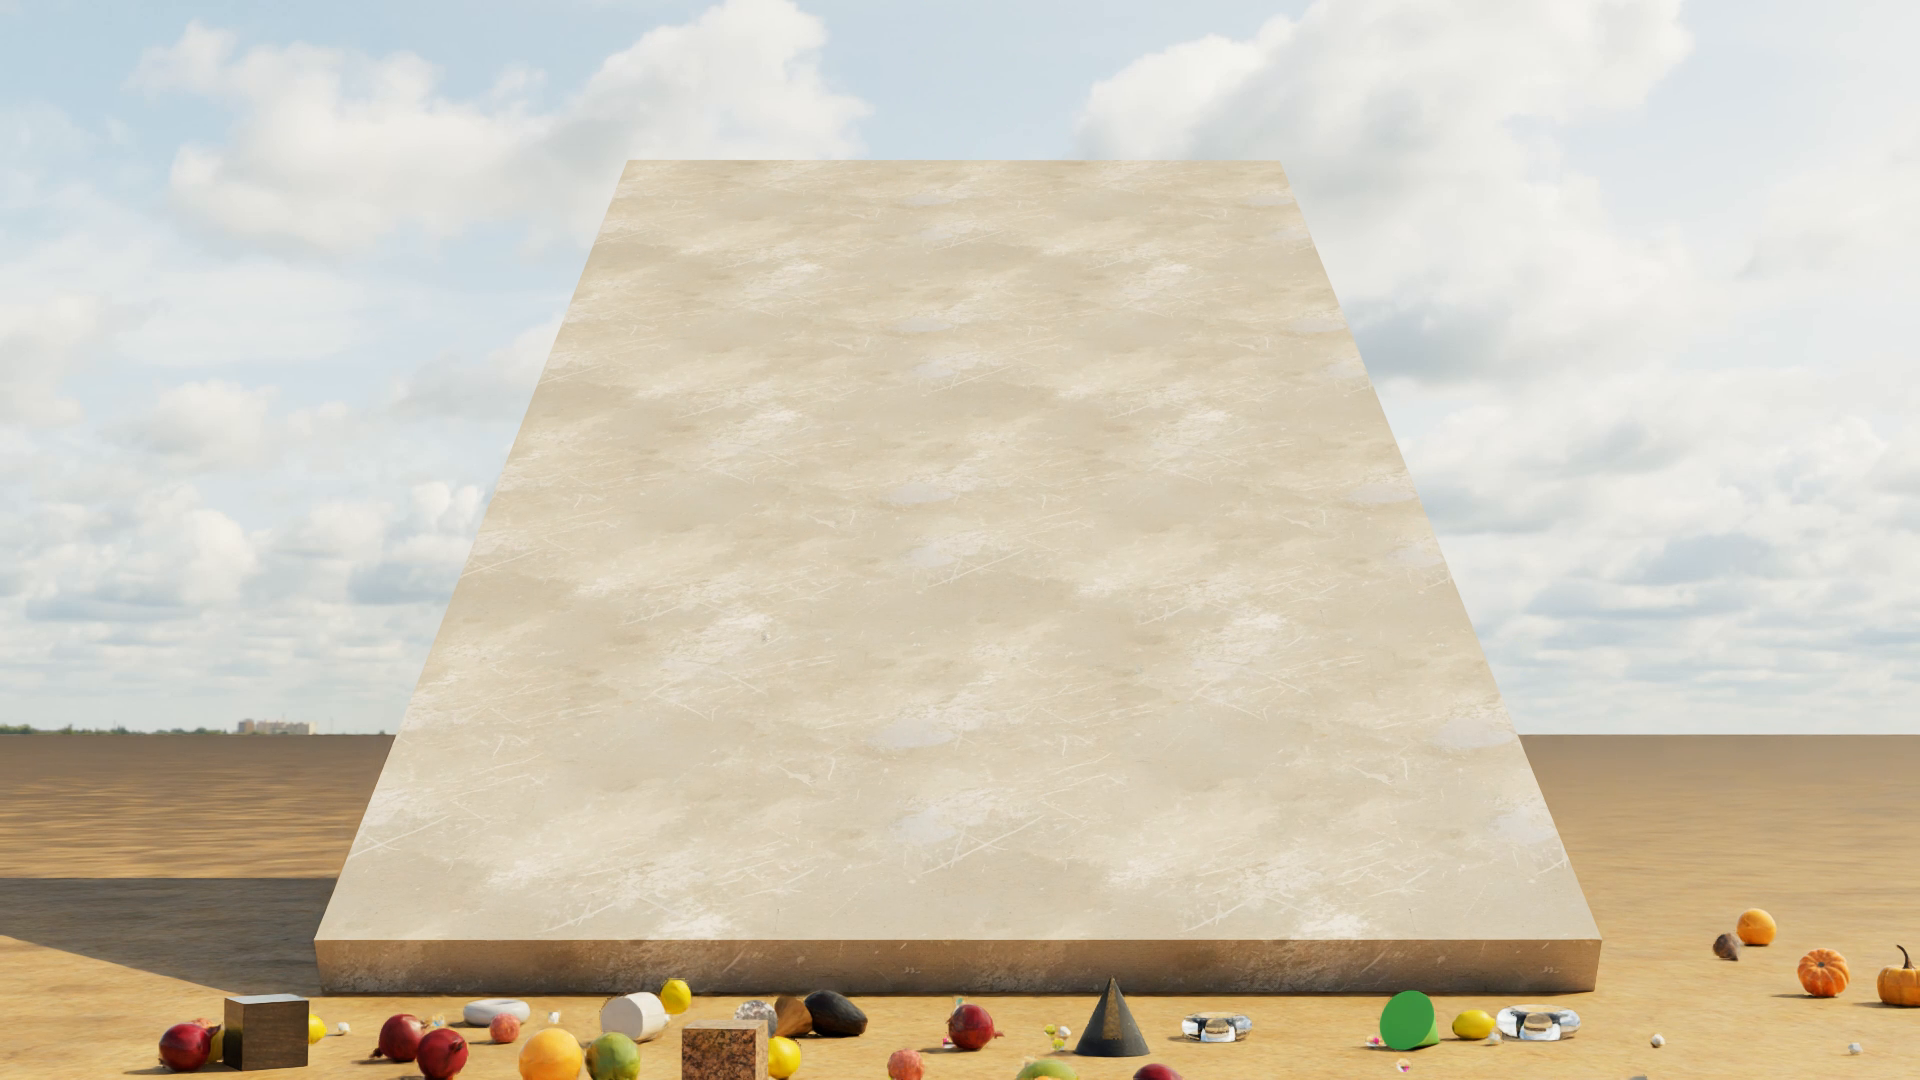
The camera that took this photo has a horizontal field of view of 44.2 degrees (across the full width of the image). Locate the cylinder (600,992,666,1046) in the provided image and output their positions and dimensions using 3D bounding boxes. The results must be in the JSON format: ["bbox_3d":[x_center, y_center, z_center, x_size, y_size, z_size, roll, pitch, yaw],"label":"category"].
[{"bbox_3d":[-0.431,0.631,3.115,0.063,0.063,0.063,-2,-5,19],"label":"cylinder"}]

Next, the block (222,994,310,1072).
[{"bbox_3d":[-0.854,0.606,2.910,0.081,0.081,0.081,3,-5,-33],"label":"block"}]

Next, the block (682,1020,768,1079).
[{"bbox_3d":[-0.263,0.583,2.645,0.083,0.083,0.083,0,-5,5],"label":"block"}]

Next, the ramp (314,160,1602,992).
[{"bbox_3d":[-0.010,-0.228,5.482,2.000,0.100,4.000,0,27,0],"label":"ramp"}]

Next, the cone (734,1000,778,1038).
[{"bbox_3d":[-0.274,0.652,3.150,0.059,0.059,0.059,1,-31,-7],"label":"cone"}]

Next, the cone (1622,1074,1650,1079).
[{"bbox_3d":[0.682,0.592,2.420,0.067,0.067,0.067,3,-39,-29],"label":"cone"}]

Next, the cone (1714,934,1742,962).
[{"bbox_3d":[1.380,0.739,4.221,0.052,0.052,0.052,0,22,-5],"label":"cone"}]

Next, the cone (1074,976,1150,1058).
[{"bbox_3d":[0.195,0.606,3.025,0.098,0.098,0.098,0,-5,0],"label":"cone"}]

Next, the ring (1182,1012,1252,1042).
[{"bbox_3d":[0.343,0.650,3.158,0.095,0.032,0.095,-1,-4,0],"label":"ring"}]

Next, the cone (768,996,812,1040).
[{"bbox_3d":[-0.240,0.652,3.156,0.062,0.062,0.062,-3,21,36],"label":"cone"}]

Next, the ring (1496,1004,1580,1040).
[{"bbox_3d":[0.778,0.649,3.182,0.111,0.037,0.111,-1,-3,0],"label":"ring"}]

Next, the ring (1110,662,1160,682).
[{"bbox_3d":[0.327,0.247,4.415,0.093,0.031,0.093,3,1,0],"label":"ring"}]
